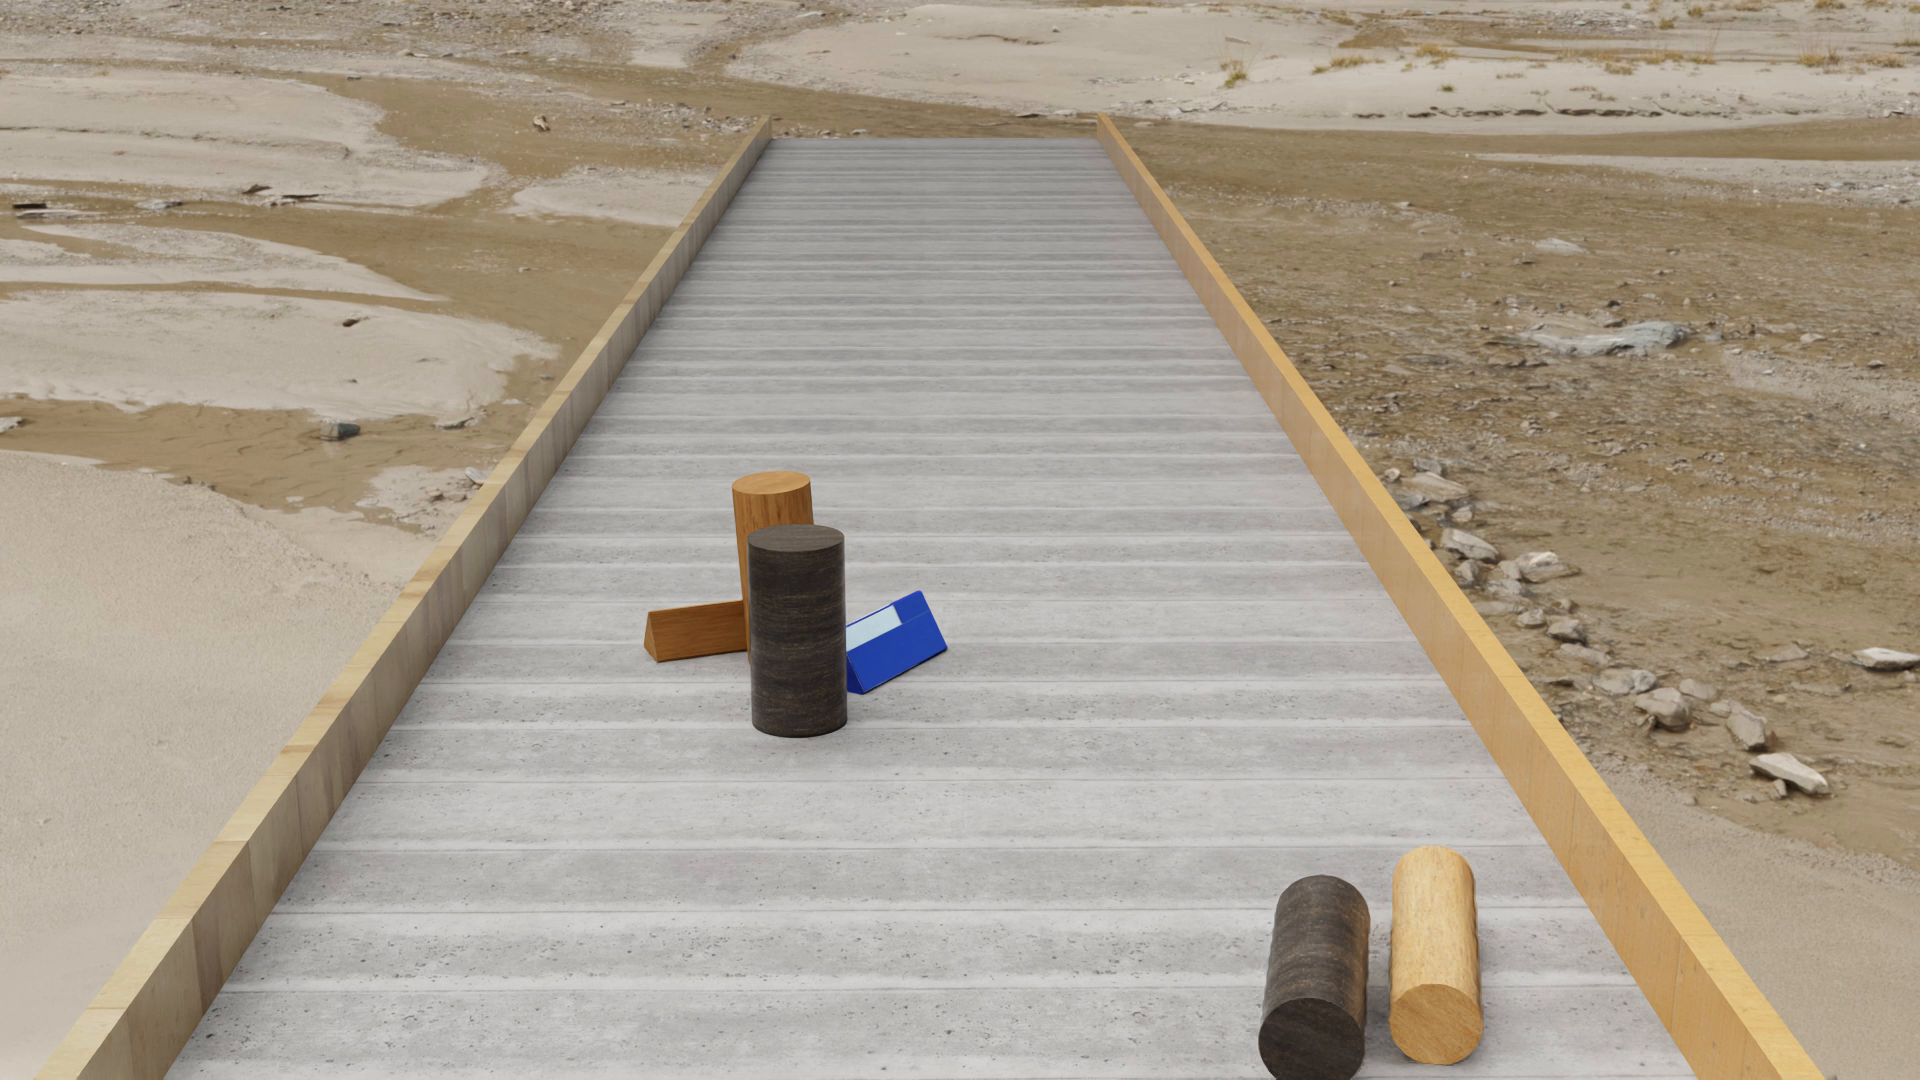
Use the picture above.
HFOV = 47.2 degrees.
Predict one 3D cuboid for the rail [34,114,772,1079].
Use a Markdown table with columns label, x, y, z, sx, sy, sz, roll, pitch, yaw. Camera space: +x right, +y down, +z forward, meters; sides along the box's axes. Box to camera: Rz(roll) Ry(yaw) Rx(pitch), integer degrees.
| label | x | y | z | sx | sy | sz | roll | pitch | yaw |
| --- | --- | --- | --- | --- | --- | --- | --- | --- | --- |
| rail | -1.118 | -0.838 | 7.780 | 0.050 | 0.150 | 12.000 | 0 | 17 | -1 |

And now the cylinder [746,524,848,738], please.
| label | x | y | z | sx | sy | sz | roll | pitch | yaw |
| --- | --- | --- | --- | --- | --- | --- | --- | --- | --- |
| cylinder | -0.299 | 0.166 | 4.046 | 0.178 | 0.356 | 0.178 | 0 | 17 | 0 |

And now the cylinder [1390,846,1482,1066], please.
| label | x | y | z | sx | sy | sz | roll | pitch | yaw |
| --- | --- | --- | --- | --- | --- | --- | --- | --- | --- |
| cylinder | 0.666 | 0.574 | 3.088 | 0.120 | 0.120 | 0.438 | 3 | 17 | 11 |

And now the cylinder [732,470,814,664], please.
| label | x | y | z | sx | sy | sz | roll | pitch | yaw |
| --- | --- | --- | --- | --- | --- | --- | --- | --- | --- |
| cylinder | -0.359 | 0.062 | 4.356 | 0.153 | 0.369 | 0.153 | -3 | 19 | 1 |

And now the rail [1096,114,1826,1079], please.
| label | x | y | z | sx | sy | sz | roll | pitch | yaw |
| --- | --- | --- | --- | --- | --- | --- | --- | --- | --- |
| rail | 0.932 | -0.844 | 7.801 | 0.050 | 0.150 | 12.000 | 0 | 17 | -1 |

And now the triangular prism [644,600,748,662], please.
| label | x | y | z | sx | sy | sz | roll | pitch | yaw |
| --- | --- | --- | --- | --- | --- | --- | --- | --- | --- |
| triangular prism | -0.481 | 0.170 | 4.489 | 0.313 | 0.091 | 0.105 | -7 | 18 | -22 |

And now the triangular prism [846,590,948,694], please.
| label | x | y | z | sx | sy | sz | roll | pitch | yaw |
| --- | --- | --- | --- | --- | --- | --- | --- | --- | --- |
| triangular prism | -0.162 | 0.193 | 4.363 | 0.133 | 0.115 | 0.303 | 10 | 19 | 30 |

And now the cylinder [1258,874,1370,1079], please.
| label | x | y | z | sx | sy | sz | roll | pitch | yaw |
| --- | --- | --- | --- | --- | --- | --- | --- | --- | --- |
| cylinder | 0.486 | 0.595 | 2.990 | 0.135 | 0.135 | 0.371 | 3 | 17 | 11 |
